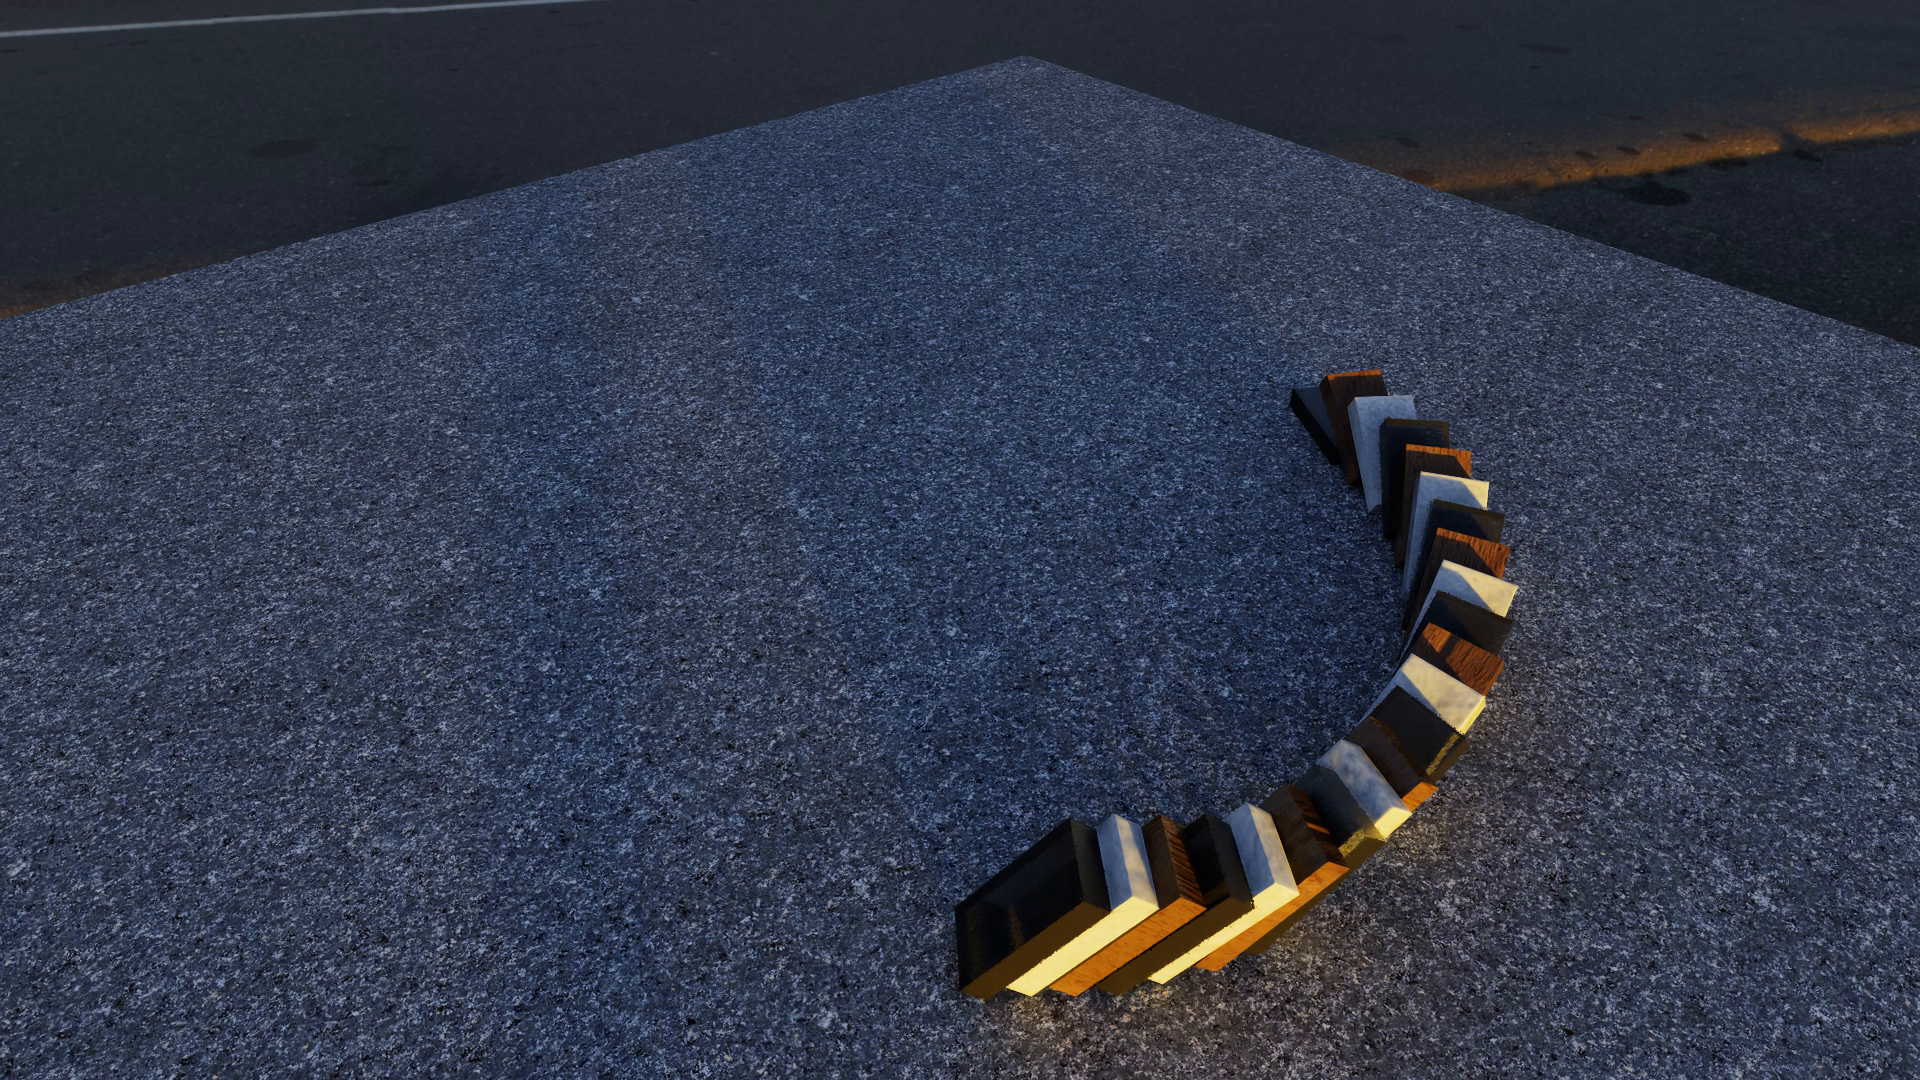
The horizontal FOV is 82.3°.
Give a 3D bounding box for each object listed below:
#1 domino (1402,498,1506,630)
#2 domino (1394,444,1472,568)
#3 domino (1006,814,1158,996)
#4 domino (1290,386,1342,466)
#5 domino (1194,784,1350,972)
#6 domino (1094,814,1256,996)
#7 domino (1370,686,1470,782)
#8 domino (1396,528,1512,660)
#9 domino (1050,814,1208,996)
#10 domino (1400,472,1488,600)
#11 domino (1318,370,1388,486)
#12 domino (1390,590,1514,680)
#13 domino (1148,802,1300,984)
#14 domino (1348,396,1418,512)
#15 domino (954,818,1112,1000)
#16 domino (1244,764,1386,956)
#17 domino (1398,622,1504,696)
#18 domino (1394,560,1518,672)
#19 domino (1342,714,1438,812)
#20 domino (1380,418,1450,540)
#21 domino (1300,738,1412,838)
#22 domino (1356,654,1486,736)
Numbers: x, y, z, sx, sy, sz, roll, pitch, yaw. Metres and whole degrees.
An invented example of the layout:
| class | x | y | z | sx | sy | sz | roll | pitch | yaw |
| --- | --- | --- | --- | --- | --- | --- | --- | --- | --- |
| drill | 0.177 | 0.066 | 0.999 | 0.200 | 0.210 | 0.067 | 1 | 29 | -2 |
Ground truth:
| class | x | y | z | sx | sy | sz | roll | pitch | yaw |
| --- | --- | --- | --- | --- | --- | --- | --- | --- | --- |
| domino | 0.183 | 0.012 | 0.409 | 0.025 | 0.009 | 0.050 | 15 | 74 | 17 |
| domino | 0.189 | -0.012 | 0.439 | 0.025 | 0.010 | 0.050 | 8 | 72 | 9 |
| domino | 0.030 | 0.098 | 0.295 | 0.009 | 0.050 | 0.025 | 29 | 31 | -25 |
| domino | 0.175 | -0.054 | 0.509 | 0.025 | 0.010 | 0.050 | -5 | 40 | -6 |
| domino | 0.080 | 0.093 | 0.301 | 0.009 | 0.050 | 0.025 | 24 | 29 | -32 |
| domino | 0.054 | 0.098 | 0.295 | 0.010 | 0.050 | 0.025 | 29 | 31 | -25 |
| domino | 0.127 | 0.072 | 0.335 | 0.050 | 0.010 | 0.025 | -46 | 51 | 0 |
| domino | 0.177 | 0.023 | 0.395 | 0.025 | 0.009 | 0.050 | 18 | 75 | 20 |
| domino | 0.042 | 0.098 | 0.295 | 0.010 | 0.050 | 0.025 | 29 | 31 | -25 |
| domino | 0.187 | 0.000 | 0.424 | 0.025 | 0.009 | 0.050 | 11 | 72 | 13 |
| domino | 0.178 | -0.050 | 0.485 | 0.025 | 0.010 | 0.050 | -7 | 70 | -7 |
| domino | 0.161 | 0.045 | 0.369 | 0.025 | 0.010 | 0.050 | 26 | 79 | 29 |
| domino | 0.066 | 0.096 | 0.298 | 0.009 | 0.050 | 0.025 | 29 | 31 | -26 |
| domino | 0.184 | -0.037 | 0.470 | 0.025 | 0.010 | 0.050 | -2 | 69 | -3 |
| domino | 0.018 | 0.099 | 0.294 | 0.009 | 0.050 | 0.025 | 29 | 31 | -25 |
| domino | 0.091 | 0.089 | 0.306 | 0.009 | 0.050 | 0.025 | 22 | 26 | -35 |
| domino | 0.151 | 0.055 | 0.357 | 0.025 | 0.010 | 0.050 | 32 | 82 | 33 |
| domino | 0.171 | 0.034 | 0.381 | 0.025 | 0.009 | 0.050 | 23 | 77 | 25 |
| domino | 0.111 | 0.078 | 0.320 | 0.010 | 0.050 | 0.025 | 23 | 26 | -36 |
| domino | 0.188 | -0.025 | 0.454 | 0.025 | 0.010 | 0.050 | 4 | 71 | 4 |
| domino | 0.101 | 0.083 | 0.313 | 0.009 | 0.050 | 0.025 | 23 | 26 | -35 |
| domino | 0.139 | 0.063 | 0.346 | 0.025 | 0.010 | 0.050 | 36 | 84 | 36 |
